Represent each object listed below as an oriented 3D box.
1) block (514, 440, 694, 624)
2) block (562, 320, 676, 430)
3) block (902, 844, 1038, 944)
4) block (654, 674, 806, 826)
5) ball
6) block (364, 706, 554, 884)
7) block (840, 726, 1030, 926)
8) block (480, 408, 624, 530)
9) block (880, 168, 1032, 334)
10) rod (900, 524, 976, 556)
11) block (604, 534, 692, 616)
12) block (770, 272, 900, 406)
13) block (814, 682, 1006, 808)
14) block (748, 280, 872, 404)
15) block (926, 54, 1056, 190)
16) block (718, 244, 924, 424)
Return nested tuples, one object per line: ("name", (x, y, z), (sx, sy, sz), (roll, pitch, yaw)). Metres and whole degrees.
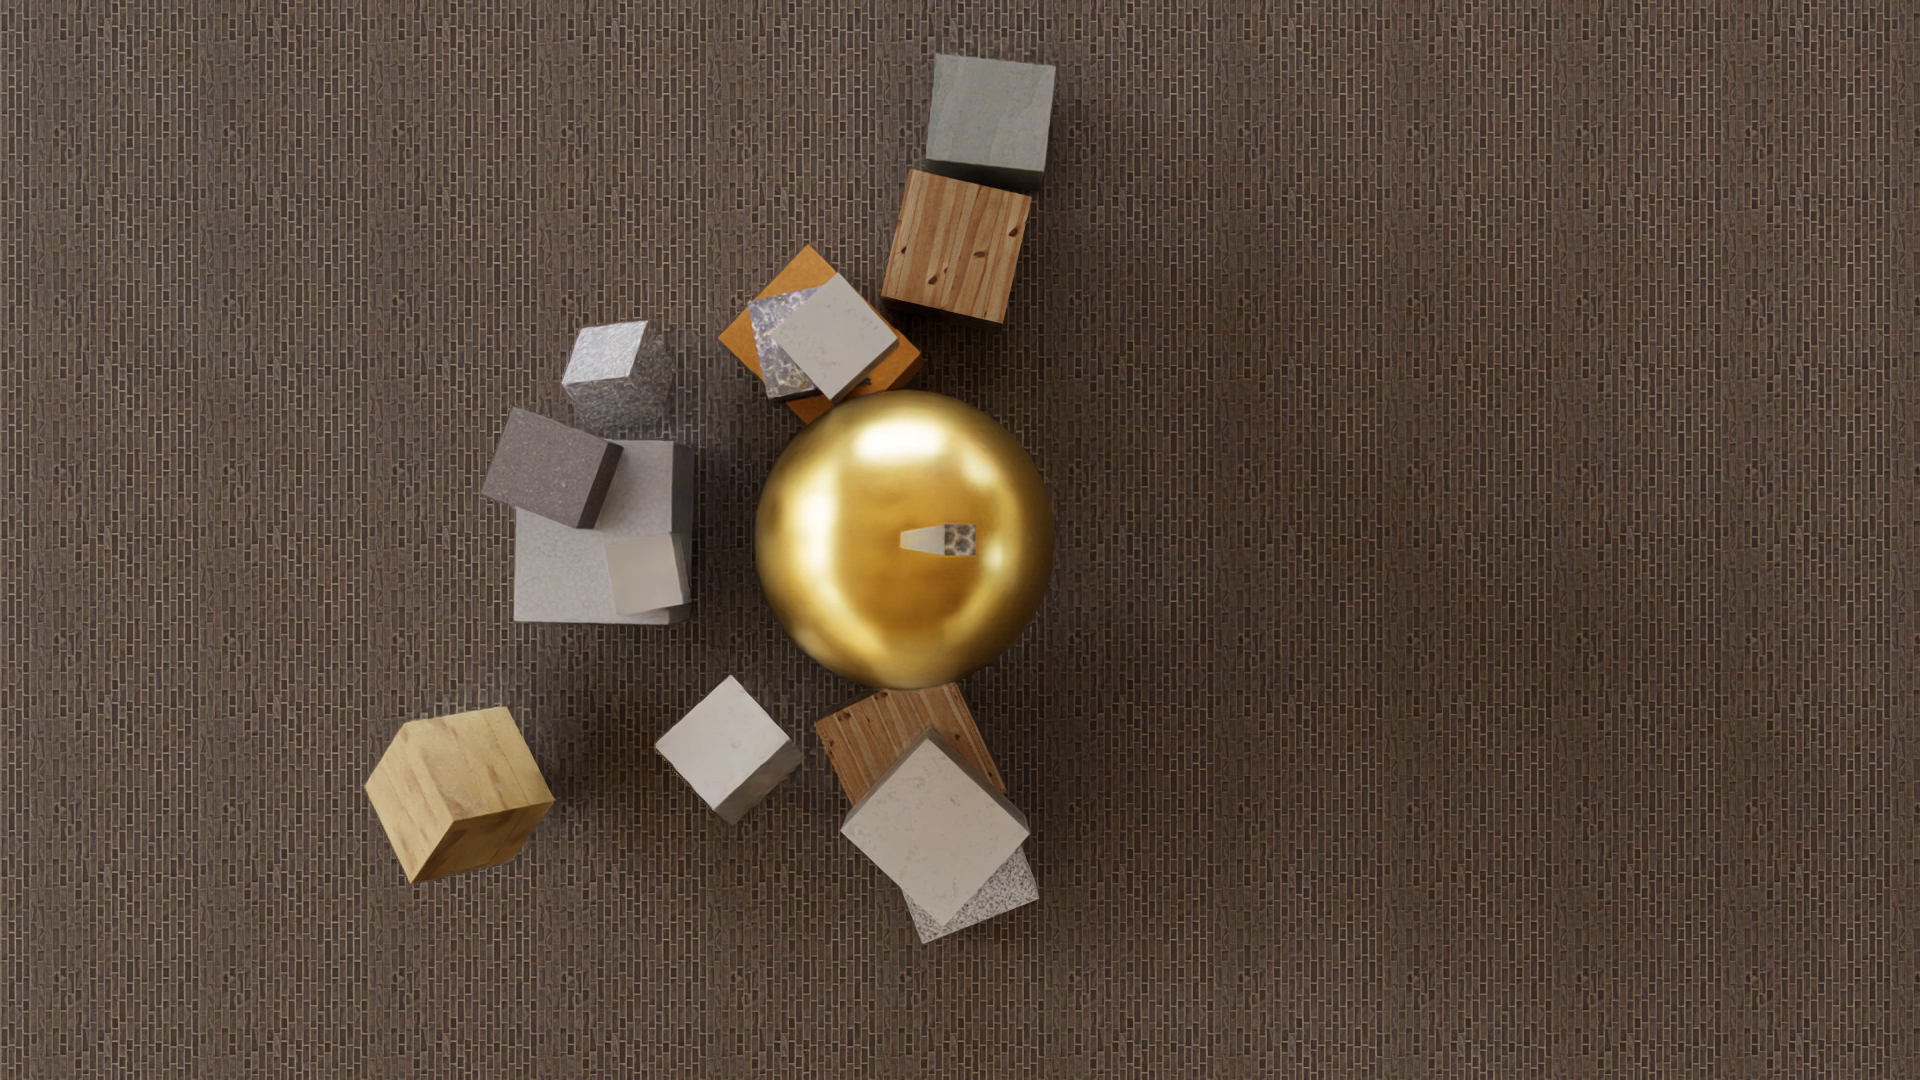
("block", (-2.004, -0.049, 12.510), (0.847, 0.980, 1.004), (1, 90, 0))
("block", (-1.942, -0.938, 12.550), (0.428, 0.397, 0.435), (-5, 50, 20))
("block", (0.006, 1.866, 12.705), (0.707, 0.591, 0.615), (-21, 90, 0))
("block", (-1.269, 1.176, 12.222), (0.562, 0.597, 0.492), (-43, 75, -8))
("ball", (-0.292, 0.000, 11.643), (1.600, 1.600, 1.600), (0, 90, 0))
("block", (-2.835, 1.433, 12.450), (0.623, 0.668, 0.665), (-51, 61, 36))
("block", (-0.128, 1.509, 11.721), (0.726, 0.748, 0.657), (43, 90, 0))
("block", (-2.167, -0.376, 11.745), (0.530, 0.551, 0.481), (21, 90, 0))
("block", (-0.020, -1.649, 12.670), (0.703, 0.661, 0.730), (13, 90, 0))
("rod", (-0.127, 0.000, 8.247), (0.080, 5.200, 0.080), (0, 90, -3))
("block", (-1.674, 0.183, 11.832), (0.356, 0.376, 0.379), (-10, 90, 0))
("block", (-0.639, -1.033, 11.365), (0.469, 0.459, 0.451), (-42, 90, 0))
("block", (-0.274, 1.195, 12.548), (0.805, 0.905, 0.792), (-25, 90, 0))
("block", (-0.804, -1.056, 11.844), (0.540, 0.499, 0.525), (-12, 90, 0))
("block", (0.171, -2.393, 12.642), (0.669, 0.710, 0.592), (6, 91, 0))
("block", (-0.773, -1.070, 12.547), (0.865, 0.906, 0.716), (44, 90, 0))
